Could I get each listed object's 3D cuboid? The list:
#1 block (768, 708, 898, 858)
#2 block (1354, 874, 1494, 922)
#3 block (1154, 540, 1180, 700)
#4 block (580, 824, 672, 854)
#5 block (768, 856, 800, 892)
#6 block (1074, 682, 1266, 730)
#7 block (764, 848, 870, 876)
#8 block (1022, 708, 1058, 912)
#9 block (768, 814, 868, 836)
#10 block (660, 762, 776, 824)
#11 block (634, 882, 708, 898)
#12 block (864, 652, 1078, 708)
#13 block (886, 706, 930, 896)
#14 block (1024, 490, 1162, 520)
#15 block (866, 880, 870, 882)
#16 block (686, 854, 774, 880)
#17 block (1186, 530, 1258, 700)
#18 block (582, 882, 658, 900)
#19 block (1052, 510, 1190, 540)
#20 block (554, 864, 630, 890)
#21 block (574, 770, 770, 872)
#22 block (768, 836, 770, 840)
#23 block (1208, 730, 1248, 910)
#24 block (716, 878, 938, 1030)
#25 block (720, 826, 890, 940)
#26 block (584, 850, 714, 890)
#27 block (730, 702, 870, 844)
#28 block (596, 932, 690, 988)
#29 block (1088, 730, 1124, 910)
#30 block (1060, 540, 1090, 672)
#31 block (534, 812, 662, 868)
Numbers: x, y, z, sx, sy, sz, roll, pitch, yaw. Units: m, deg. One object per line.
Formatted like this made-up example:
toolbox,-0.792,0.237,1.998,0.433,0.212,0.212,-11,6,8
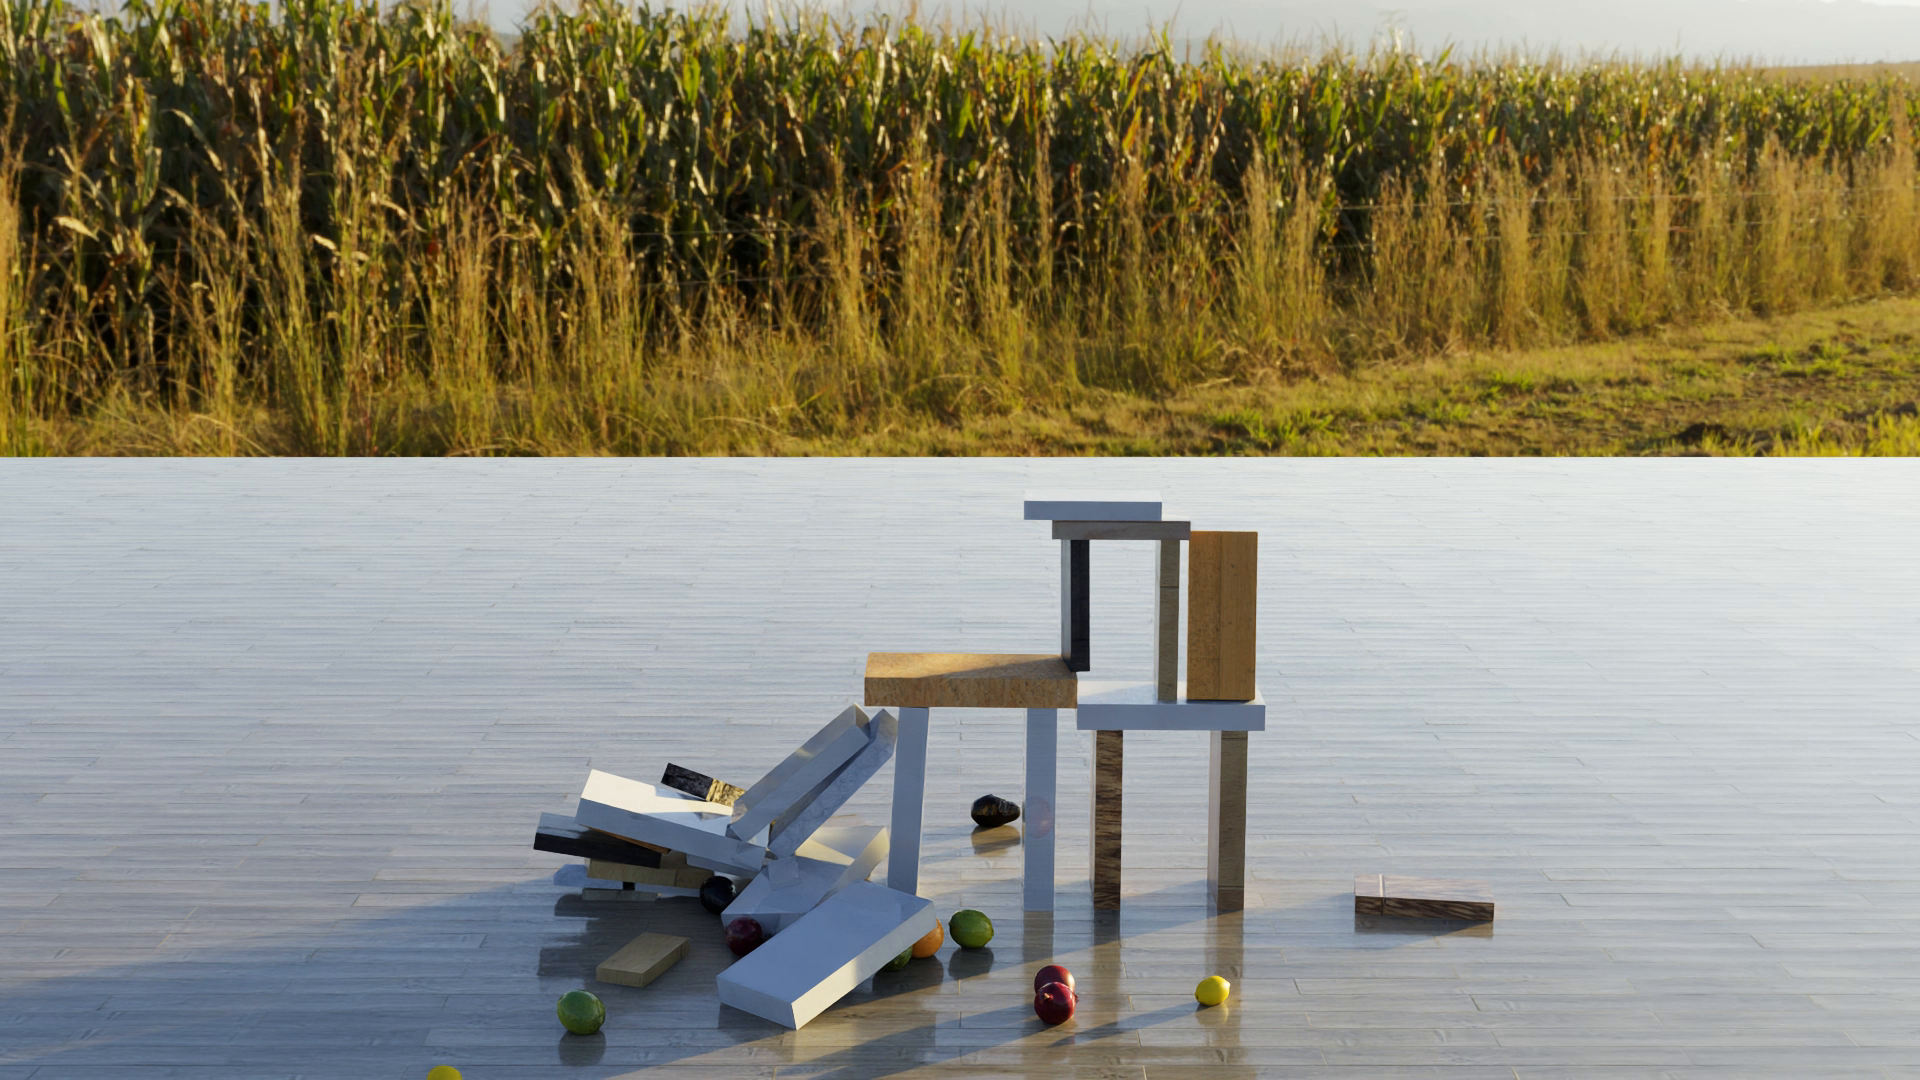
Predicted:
block,-0.208,0.402,3.616,0.038,0.266,0.133,42,16,-10
block,0.759,0.586,3.608,0.220,0.031,0.110,2,11,9
block,0.337,0.119,3.587,0.031,0.265,0.110,0,11,1
block,-0.544,0.475,3.637,0.156,0.022,0.078,18,10,6
block,-0.283,0.535,3.533,0.046,0.013,0.092,-13,15,-4
block,0.341,0.272,3.610,0.302,0.043,0.151,0,11,1
block,-0.272,0.536,3.734,0.246,0.013,0.046,13,10,-18
block,0.130,0.422,3.640,0.048,0.341,0.171,1,11,0
block,-0.287,0.525,3.962,0.232,0.021,0.076,-4,11,-19
block,-0.379,0.457,3.840,0.133,0.038,0.266,11,-12,46
block,-0.482,0.570,3.658,0.121,0.017,0.060,9,11,-15
block,0.018,0.229,3.604,0.341,0.048,0.171,1,11,0
block,-0.084,0.421,3.639,0.048,0.341,0.171,4,11,0
block,0.213,-0.057,3.553,0.220,0.031,0.110,0,11,2
block,-0.152,0.582,3.529,0.078,0.022,0.156,-6,11,-27
block,-0.357,0.538,3.705,0.206,0.029,0.103,15,9,-12
block,0.423,0.121,3.555,0.110,0.271,0.031,1,4,2
block,-0.564,0.582,3.665,0.121,0.017,0.060,0,11,1
block,0.259,-0.025,3.556,0.220,0.031,0.110,0,11,2
block,-0.612,0.562,3.677,0.121,0.017,0.060,2,11,10
block,-0.472,0.463,3.633,0.310,0.044,0.155,16,10,-6
block,-0.277,0.547,3.844,0.151,0.021,0.076,3,11,16
block,0.442,0.442,3.640,0.043,0.302,0.151,0,11,0
block,-0.195,0.609,3.261,0.155,0.044,0.310,9,26,40
block,-0.245,0.551,3.556,0.155,0.044,0.310,-5,17,23
block,-0.518,0.539,3.656,0.206,0.029,0.103,9,11,-15
block,-0.261,0.380,3.607,0.266,0.038,0.133,-40,10,5
block,-0.482,0.638,3.349,0.078,0.022,0.156,4,11,19
block,0.241,0.442,3.640,0.043,0.302,0.151,0,11,0
block,0.188,0.095,3.596,0.031,0.221,0.110,-2,11,-5
block,-0.596,0.497,3.638,0.206,0.029,0.103,10,11,-7
